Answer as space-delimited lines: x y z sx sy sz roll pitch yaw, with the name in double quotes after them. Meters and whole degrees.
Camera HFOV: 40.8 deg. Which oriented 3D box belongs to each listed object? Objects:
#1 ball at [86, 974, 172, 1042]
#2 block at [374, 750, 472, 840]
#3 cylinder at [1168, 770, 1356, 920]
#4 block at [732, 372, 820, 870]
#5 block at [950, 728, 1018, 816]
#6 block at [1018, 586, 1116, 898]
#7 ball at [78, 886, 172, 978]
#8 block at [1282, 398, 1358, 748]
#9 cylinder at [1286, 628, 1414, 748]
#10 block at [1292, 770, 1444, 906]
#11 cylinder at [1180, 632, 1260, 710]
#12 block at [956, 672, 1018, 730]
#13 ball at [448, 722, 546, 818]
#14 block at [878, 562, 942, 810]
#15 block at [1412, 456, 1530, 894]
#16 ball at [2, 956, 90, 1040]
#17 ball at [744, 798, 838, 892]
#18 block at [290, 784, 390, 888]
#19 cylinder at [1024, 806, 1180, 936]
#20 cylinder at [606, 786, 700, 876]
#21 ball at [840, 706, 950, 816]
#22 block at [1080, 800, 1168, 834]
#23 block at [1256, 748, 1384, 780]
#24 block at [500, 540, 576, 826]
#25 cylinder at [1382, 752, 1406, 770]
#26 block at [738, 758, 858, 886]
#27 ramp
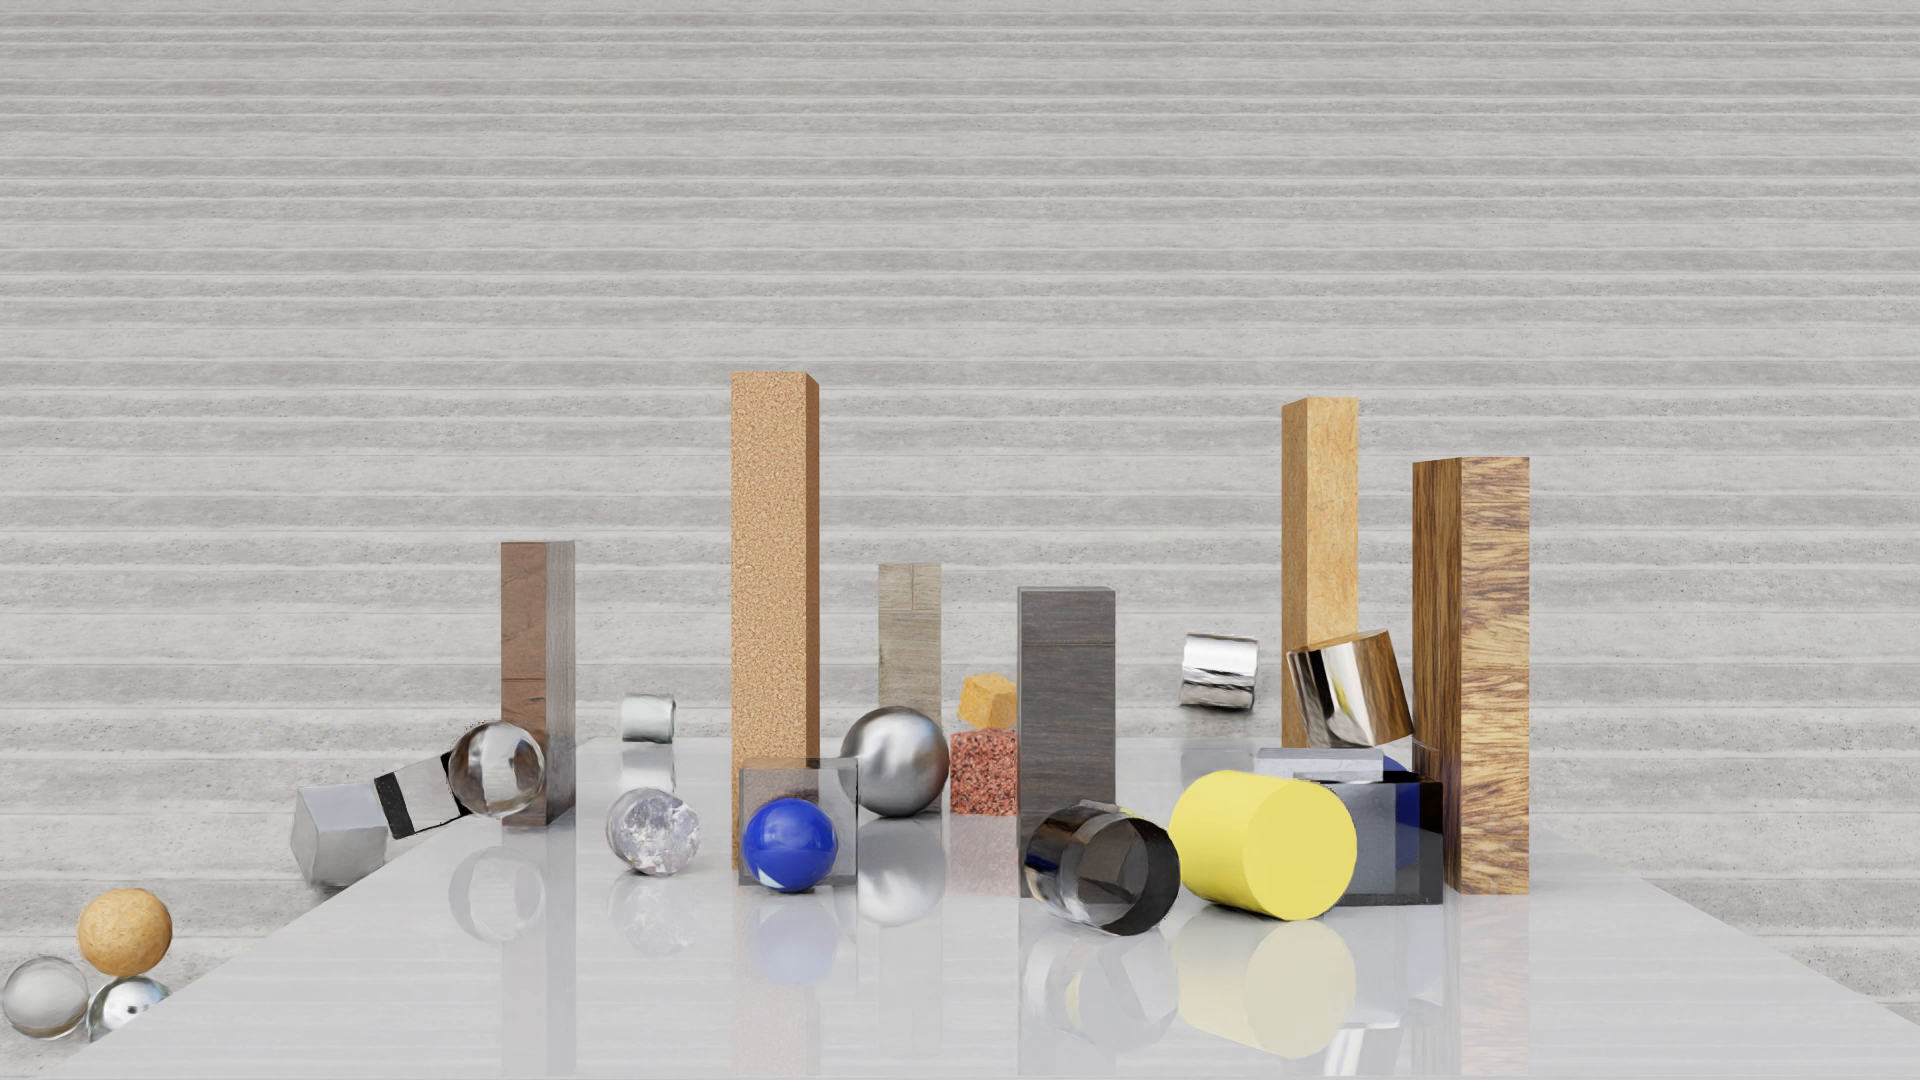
-1.797 1.041 5.616 0.191 0.191 0.191 0 28 0 "ball"
-1.011 0.483 4.913 0.124 0.124 0.124 -19 0 26 "block"
0.432 0.436 3.711 0.194 0.194 0.194 -16 8 -27 "cylinder"
-0.307 0.128 4.351 0.120 0.799 0.411 0 1 0 "block"
0.084 0.446 4.977 0.150 0.150 0.150 0 1 28 "block"
0.161 0.303 3.969 0.140 0.456 0.255 0 1 0 "block"
-1.688 0.794 5.230 0.182 0.182 0.182 0 28 0 "ball"
0.625 0.142 4.511 0.085 0.766 0.344 0 1 0 "block"
0.642 0.250 4.253 0.173 0.173 0.173 -14 0 0 "cylinder"
0.605 0.442 3.848 0.179 0.179 0.179 0 1 -7 "block"
0.692 0.349 6.877 0.189 0.189 0.189 5 29 8 "cylinder"
0.075 0.407 6.473 0.105 0.105 0.105 -6 27 -45 "block"
-0.833 0.413 4.646 0.172 0.172 0.172 0 28 0 "ball"
-0.097 0.283 5.133 0.120 0.474 0.297 0 1 0 "block"
0.801 0.201 4.078 0.101 0.655 0.422 0 1 0 "block"
-2.011 1.008 5.685 0.184 0.184 0.184 0 28 0 "ball"
-0.255 0.460 3.898 0.143 0.143 0.143 0 28 0 "ball"
-1.488 0.708 6.192 0.170 0.170 0.170 -2 33 -32 "block"
0.196 0.454 3.565 0.159 0.159 0.159 -14 6 -24 "cylinder"
-0.492 0.465 4.135 0.128 0.128 0.128 -10 4 -18 "cylinder"
-0.124 0.418 4.881 0.209 0.209 0.209 0 28 0 "ball"
0.228 0.457 3.776 0.112 0.112 0.112 30 -13 -25 "block"
0.565 0.432 4.054 0.194 0.194 0.194 0 1 9 "block"
-0.799 0.262 4.913 0.082 0.520 0.365 0 1 0 "block"
0.653 0.434 4.245 0.188 0.188 0.188 1 1 2 "cylinder"
-0.251 0.440 4.059 0.179 0.179 0.179 0 1 -1 "block"
0.064 0.575 4.618 2.000 0.100 4.000 0 1 0 "ramp"
